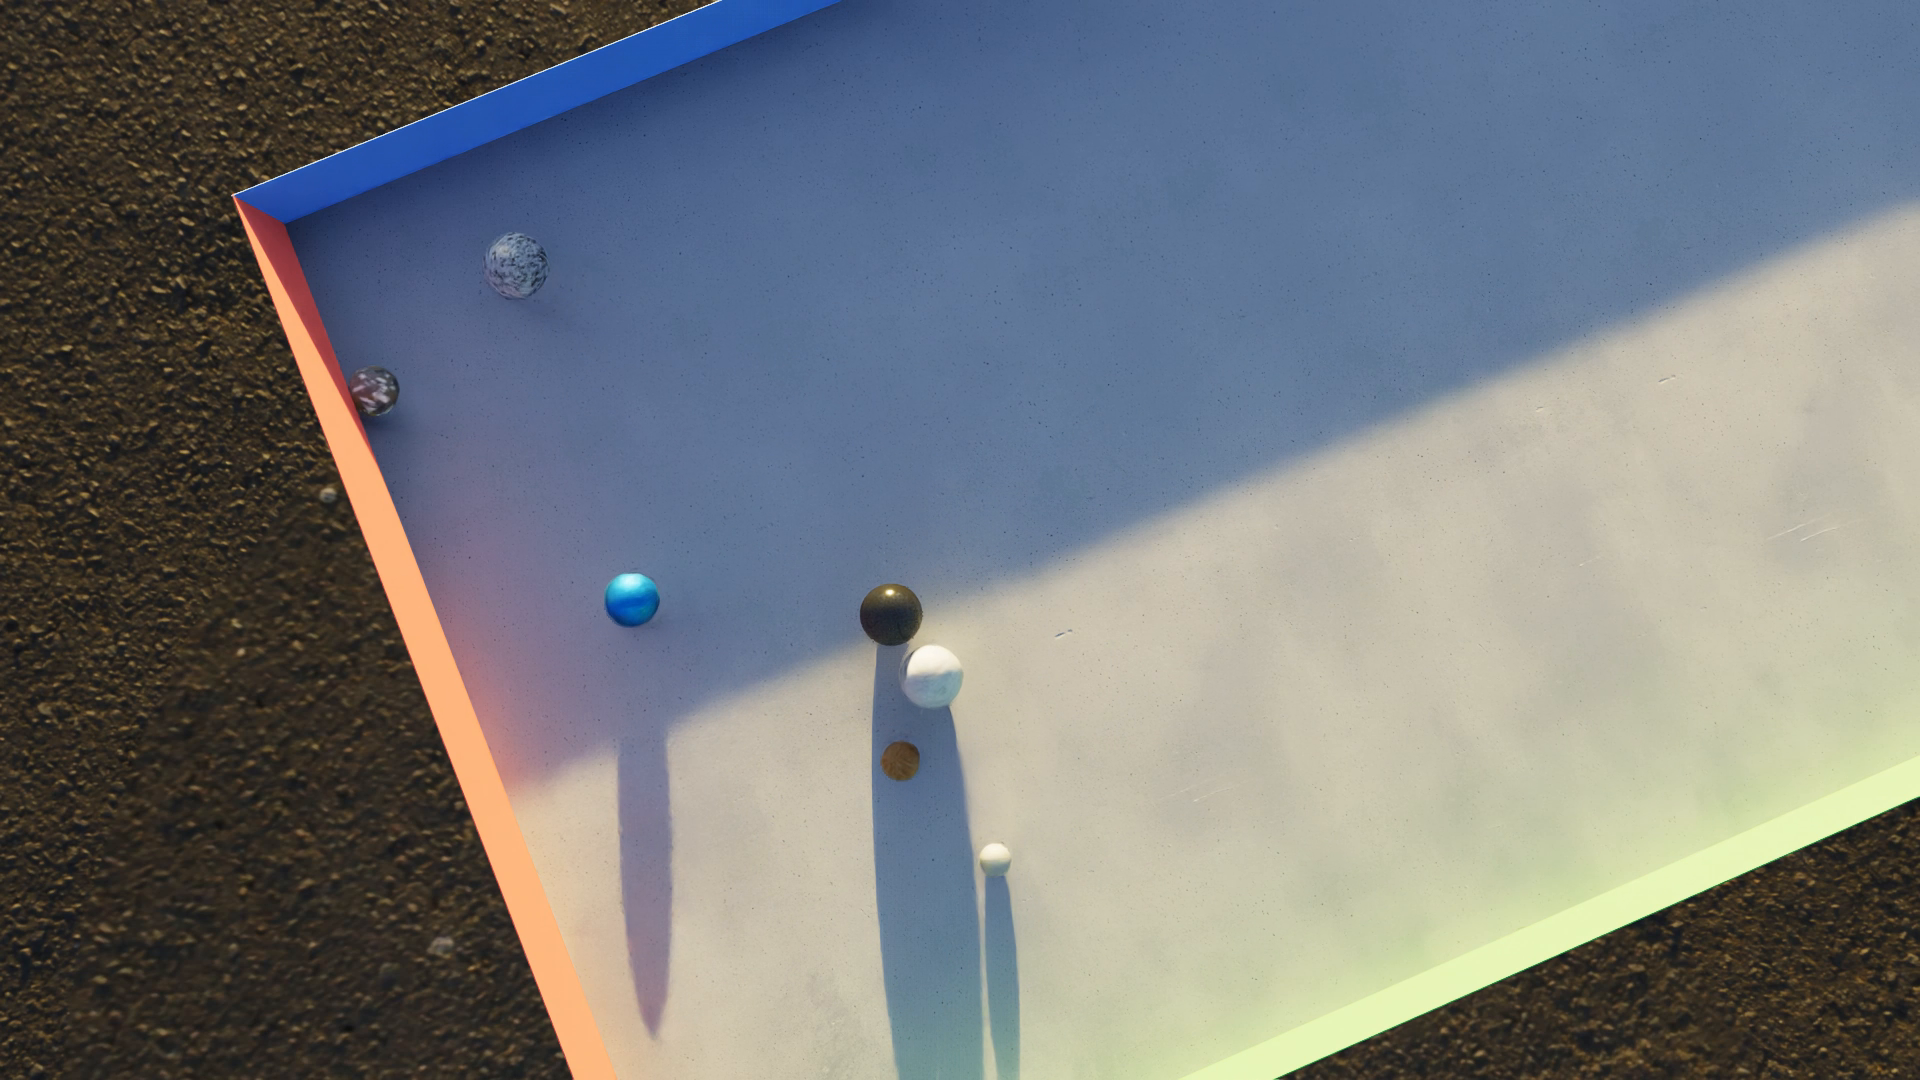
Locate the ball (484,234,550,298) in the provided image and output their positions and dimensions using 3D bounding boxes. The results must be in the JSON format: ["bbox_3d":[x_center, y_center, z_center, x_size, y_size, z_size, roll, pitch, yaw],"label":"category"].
[{"bbox_3d":[-0.671,-0.414,3.323,0.097,0.097,0.097,0,81,0],"label":"ball"}]

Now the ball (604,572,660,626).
[{"bbox_3d":[-0.485,0.088,3.254,0.080,0.080,0.080,0,81,0],"label":"ball"}]

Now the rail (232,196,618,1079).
[{"bbox_3d":[-0.714,0.294,3.197,0.045,0.127,1.770,-23,82,-3],"label":"rail"}]

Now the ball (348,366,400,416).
[{"bbox_3d":[-0.881,-0.224,3.305,0.074,0.074,0.074,0,81,0],"label":"ball"}]

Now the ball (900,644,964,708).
[{"bbox_3d":[-0.042,0.201,3.230,0.093,0.093,0.093,0,81,0],"label":"ball"}]

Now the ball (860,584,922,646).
[{"bbox_3d":[-0.102,0.110,3.244,0.093,0.093,0.093,0,81,0],"label":"ball"}]

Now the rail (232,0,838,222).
[{"bbox_3d":[0.399,-1.096,3.414,3.195,0.127,0.045,-23,82,-3],"label":"rail"}]

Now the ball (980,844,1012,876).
[{"bbox_3d":[0.051,0.467,3.212,0.046,0.046,0.046,0,81,0],"label":"ball"}]

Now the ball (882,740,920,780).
[{"bbox_3d":[-0.086,0.323,3.229,0.057,0.057,0.057,0,81,0],"label":"ball"}]

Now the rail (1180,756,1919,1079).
[{"bbox_3d":[1.071,0.472,3.170,3.195,0.127,0.045,-23,82,-3],"label":"rail"}]
